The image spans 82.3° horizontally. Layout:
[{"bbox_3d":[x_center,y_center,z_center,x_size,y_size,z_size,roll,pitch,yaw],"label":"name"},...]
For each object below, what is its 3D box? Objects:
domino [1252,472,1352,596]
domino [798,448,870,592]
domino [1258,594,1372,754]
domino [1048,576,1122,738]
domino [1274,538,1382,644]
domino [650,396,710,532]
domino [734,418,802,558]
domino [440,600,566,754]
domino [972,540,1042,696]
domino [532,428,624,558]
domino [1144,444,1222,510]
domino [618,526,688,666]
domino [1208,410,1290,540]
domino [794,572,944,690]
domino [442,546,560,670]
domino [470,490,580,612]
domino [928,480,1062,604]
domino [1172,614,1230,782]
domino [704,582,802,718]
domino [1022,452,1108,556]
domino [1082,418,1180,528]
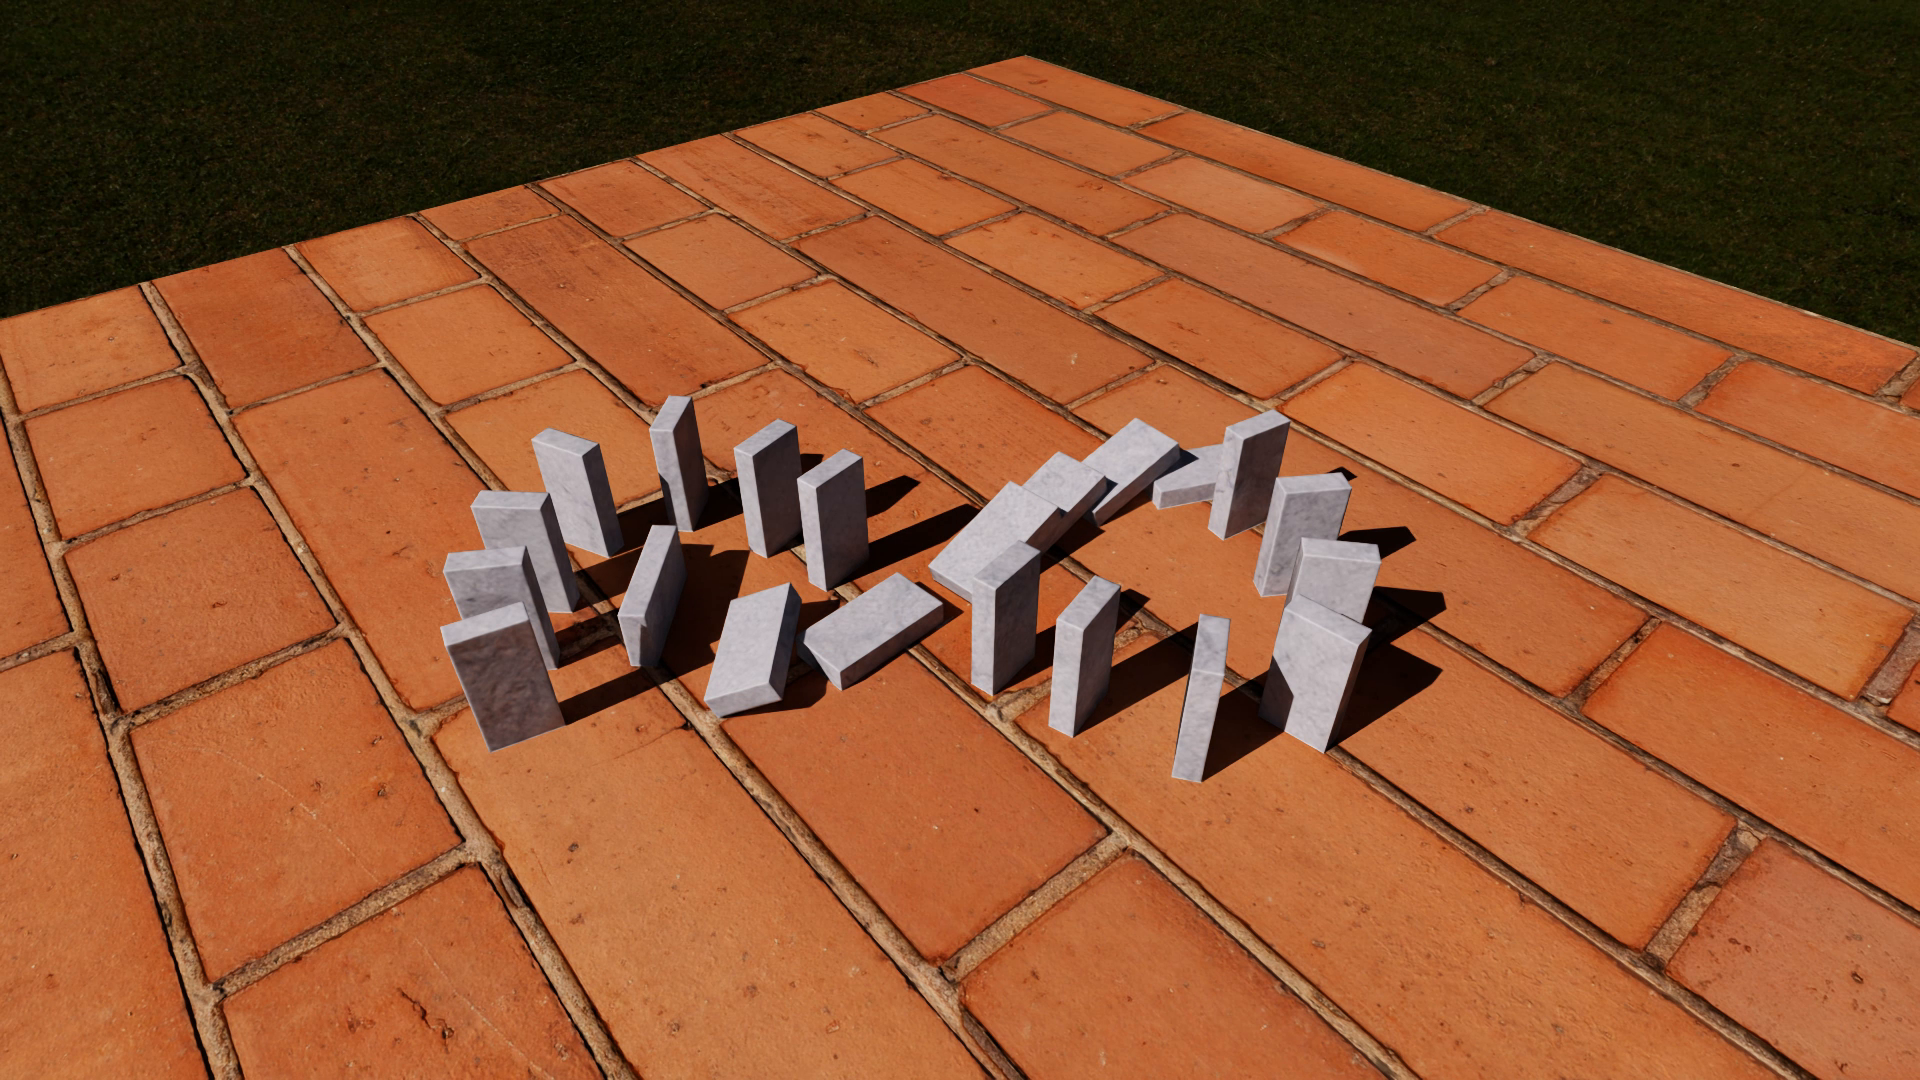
[{"bbox_3d":[0.128,-0.001,0.413,0.025,0.050,0.010,-5,40,-6],"label":"domino"},{"bbox_3d":[-0.048,-0.007,0.420,0.010,0.050,0.025,27,46,29],"label":"domino"},{"bbox_3d":[0.114,0.044,0.358,0.025,0.050,0.009,30,48,31],"label":"domino"},{"bbox_3d":[0.041,0.039,0.364,0.010,0.050,0.025,23,45,26],"label":"domino"},{"bbox_3d":[0.128,0.023,0.384,0.025,0.050,0.009,6,40,7],"label":"domino"},{"bbox_3d":[-0.114,-0.031,0.449,0.010,0.050,0.025,4,39,5],"label":"domino"},{"bbox_3d":[-0.074,-0.020,0.436,0.009,0.050,0.025,24,45,26],"label":"domino"},{"bbox_3d":[-0.147,0.045,0.357,0.025,0.050,0.009,-19,43,-22],"label":"domino"},{"bbox_3d":[0.016,0.027,0.378,0.010,0.050,0.025,27,47,29],"label":"domino"},{"bbox_3d":[-0.150,-0.018,0.434,0.025,0.050,0.009,18,42,20],"label":"domino"},{"bbox_3d":[0.105,-0.029,0.478,0.050,0.010,0.025,-11,41,-13],"label":"domino"},{"bbox_3d":[-0.113,0.020,0.407,0.009,0.025,0.050,1,39,1],"label":"domino"},{"bbox_3d":[0.116,-0.026,0.443,0.025,0.050,0.010,-21,44,-24],"label":"domino"},{"bbox_3d":[-0.033,0.033,0.404,0.050,0.009,0.025,-32,49,-33],"label":"domino"},{"bbox_3d":[-0.158,0.025,0.381,0.025,0.050,0.009,-6,40,-7],"label":"domino"},{"bbox_3d":[-0.159,0.005,0.405,0.025,0.050,0.009,2,39,2],"label":"domino"},{"bbox_3d":[0.014,0.001,0.430,0.025,0.010,0.050,31,66,32],"label":"domino"},{"bbox_3d":[0.076,0.051,0.350,0.010,0.050,0.025,10,40,12],"label":"domino"},{"bbox_3d":[-0.073,0.038,0.390,0.025,0.009,0.050,-17,37,15],"label":"domino"},{"bbox_3d":[0.035,-0.013,0.450,0.025,0.010,0.050,31,63,32],"label":"domino"},{"bbox_3d":[0.067,-0.029,0.468,0.050,0.009,0.025,-39,51,-16],"label":"domino"}]
